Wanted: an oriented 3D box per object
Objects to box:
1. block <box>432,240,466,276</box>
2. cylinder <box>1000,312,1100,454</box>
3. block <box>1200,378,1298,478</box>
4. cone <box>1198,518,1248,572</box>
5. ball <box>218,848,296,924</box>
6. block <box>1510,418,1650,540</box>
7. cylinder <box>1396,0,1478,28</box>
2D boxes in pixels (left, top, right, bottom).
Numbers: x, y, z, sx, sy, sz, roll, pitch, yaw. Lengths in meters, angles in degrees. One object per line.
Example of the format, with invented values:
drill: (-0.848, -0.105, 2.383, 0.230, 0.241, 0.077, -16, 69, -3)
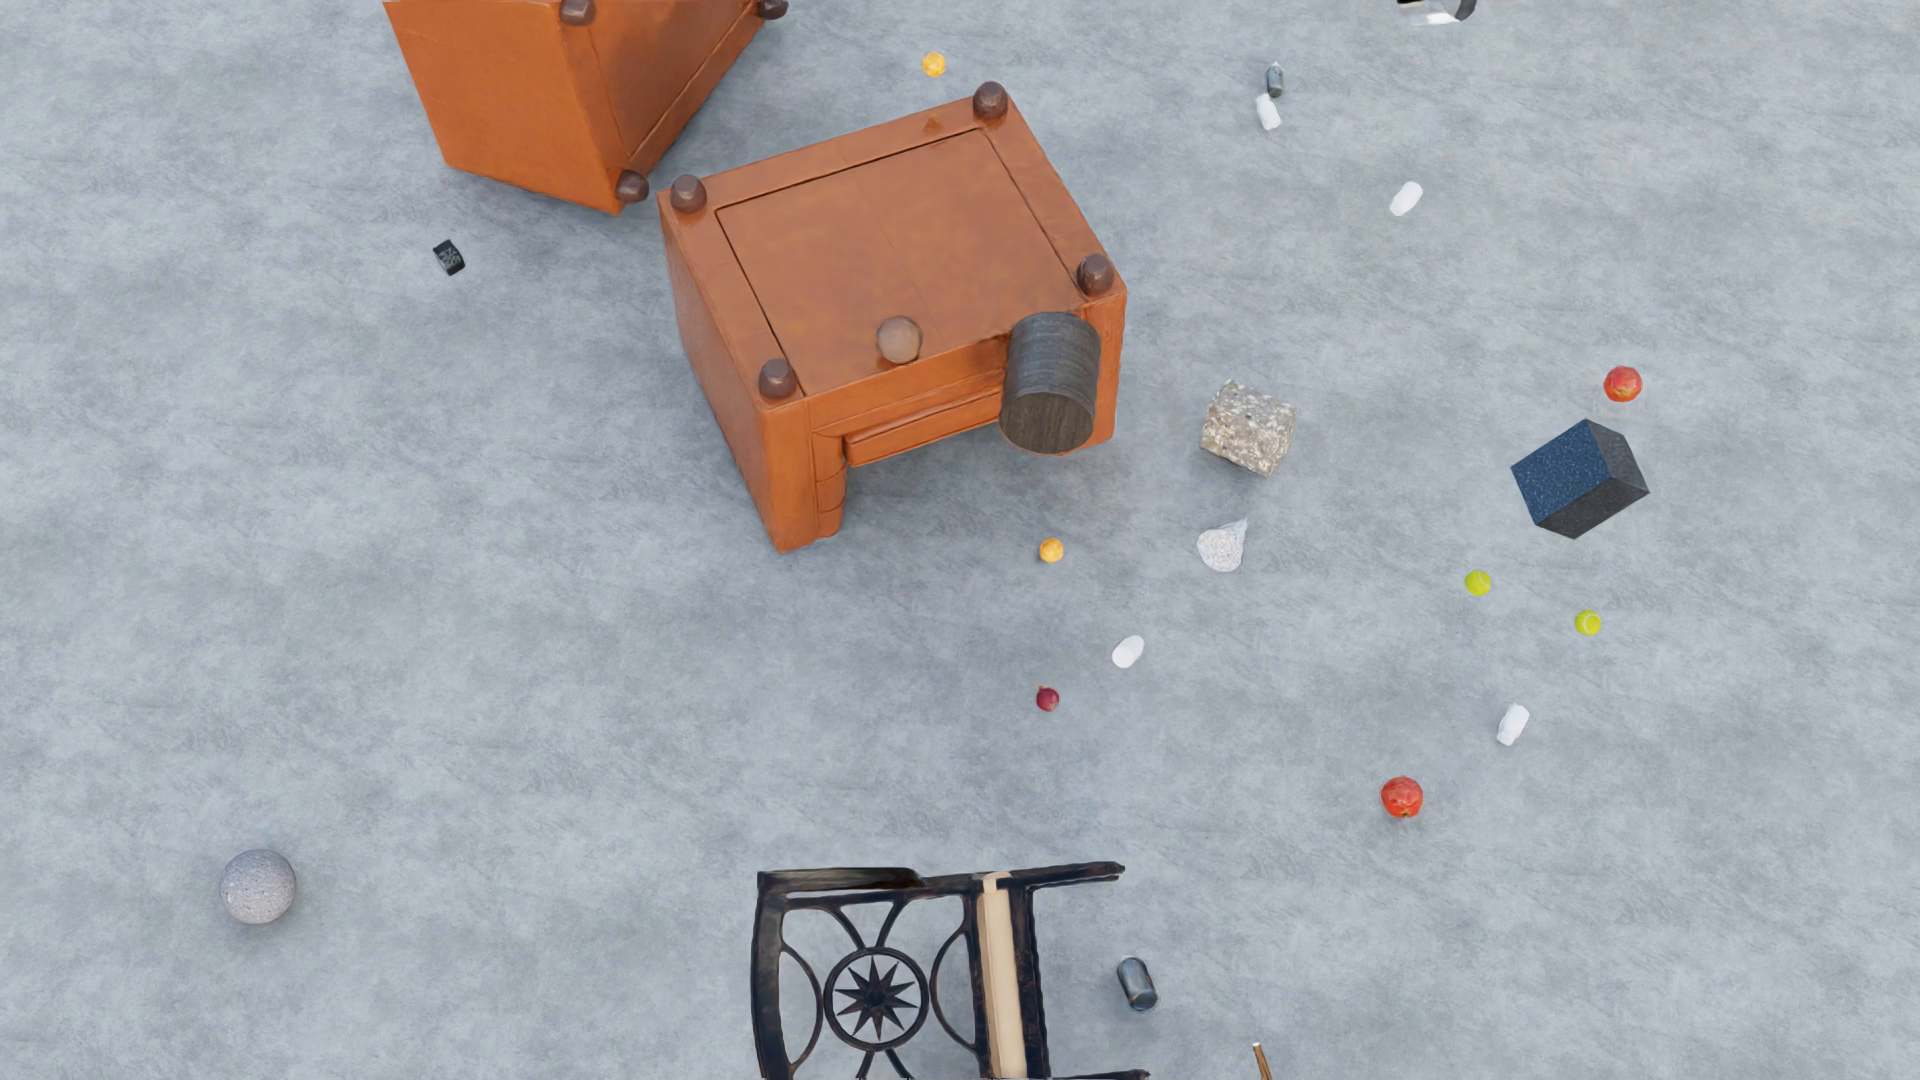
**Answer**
block: (-1.463, -0.808, 6.299, 0.056, 0.068, 0.063, -35, 69, -14)
cylinder: (0.248, -0.430, 6.019, 0.256, 0.276, 0.278, 8, 58, -2)
block: (0.876, -0.341, 6.678, 0.238, 0.183, 0.133, 26, 48, 16)
cone: (0.815, -0.018, 6.545, 0.139, 0.145, 0.207, -14, 20, 40)
ball: (-1.864, 0.919, 5.838, 0.198, 0.198, 0.198, 0, 56, 0)
block: (1.588, -0.154, 5.634, 0.190, 0.237, 0.178, 15, 49, -42)
cylinder: (1.508, -1.783, 6.962, 0.244, 0.294, 0.159, -20, 16, -40)
